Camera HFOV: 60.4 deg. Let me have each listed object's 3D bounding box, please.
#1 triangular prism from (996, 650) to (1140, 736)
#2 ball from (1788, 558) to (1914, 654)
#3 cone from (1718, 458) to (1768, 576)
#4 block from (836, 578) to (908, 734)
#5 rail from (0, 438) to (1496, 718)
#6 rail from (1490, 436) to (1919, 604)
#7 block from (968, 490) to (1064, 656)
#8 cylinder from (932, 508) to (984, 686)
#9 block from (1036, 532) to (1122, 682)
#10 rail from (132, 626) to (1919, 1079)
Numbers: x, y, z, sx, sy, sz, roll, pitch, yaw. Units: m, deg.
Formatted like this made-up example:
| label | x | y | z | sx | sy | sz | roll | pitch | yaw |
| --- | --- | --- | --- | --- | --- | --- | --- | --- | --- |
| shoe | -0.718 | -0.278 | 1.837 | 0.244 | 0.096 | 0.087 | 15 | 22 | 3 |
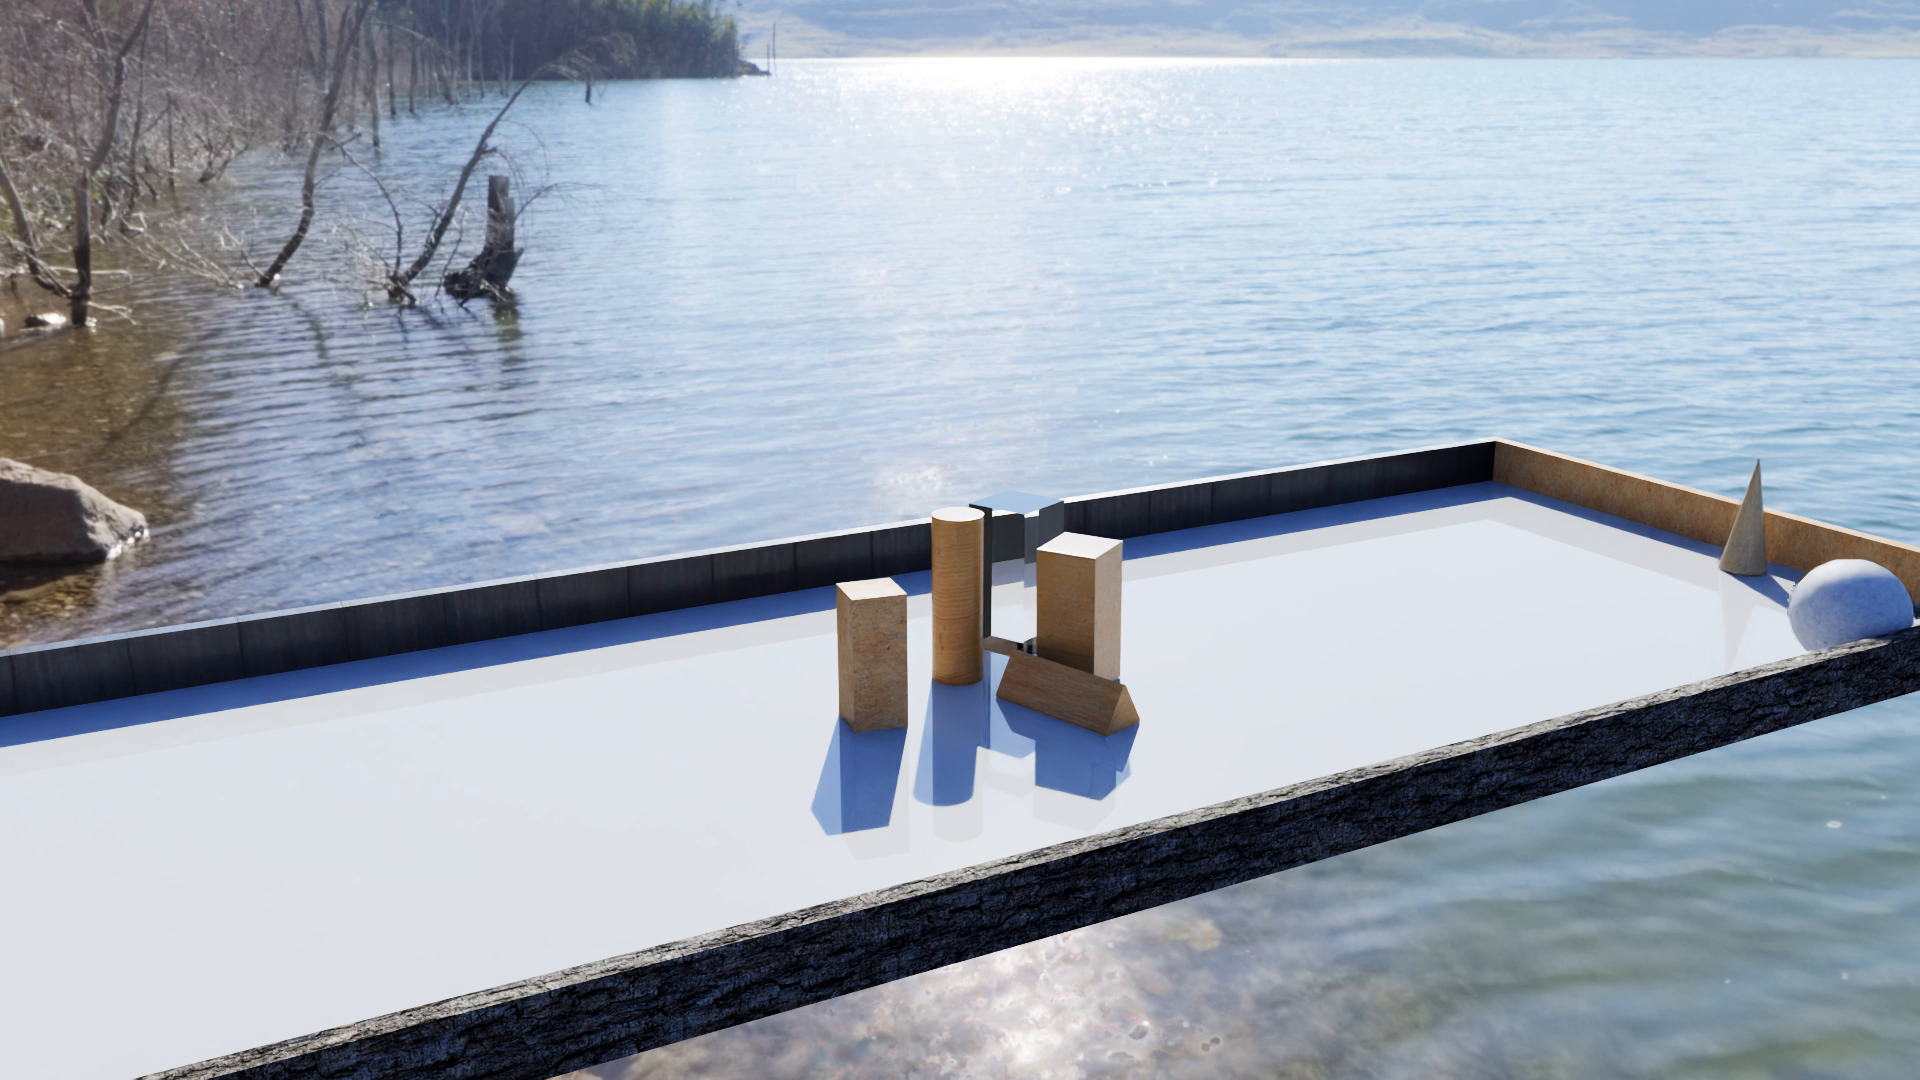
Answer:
| label | x | y | z | sx | sy | sz | roll | pitch | yaw |
| --- | --- | --- | --- | --- | --- | --- | --- | --- | --- |
| triangular prism | 0.256 | 0.353 | 3.952 | 0.349 | 0.107 | 0.124 | 15 | 22 | 42 |
| ball | 2.277 | 0.187 | 4.219 | 0.281 | 0.281 | 0.281 | 0 | 16 | 0 |
| cone | 2.395 | -0.081 | 4.994 | 0.138 | 0.357 | 0.138 | 0 | 17 | 0 |
| block | -0.205 | 0.269 | 3.860 | 0.131 | 0.326 | 0.131 | -6 | 17 | -19 |
| rail | -3.305 | 0.497 | 3.399 | 12.000 | 0.150 | 0.050 | -9 | 18 | -27 |
| rail | 2.466 | -0.048 | 5.253 | 0.050 | 0.150 | 2.100 | -9 | 18 | -27 |
| block | 0.148 | 0.089 | 4.356 | 0.179 | 0.393 | 0.179 | 12 | 20 | 36 |
| cylinder | -0.006 | 0.141 | 4.116 | 0.130 | 0.428 | 0.130 | 0 | 16 | 0 |
| block | 0.296 | 0.183 | 4.088 | 0.157 | 0.359 | 0.157 | 9 | 20 | 28 |
| rail | -2.336 | 1.006 | 1.665 | 12.000 | 0.150 | 0.050 | -9 | 18 | -27 |
